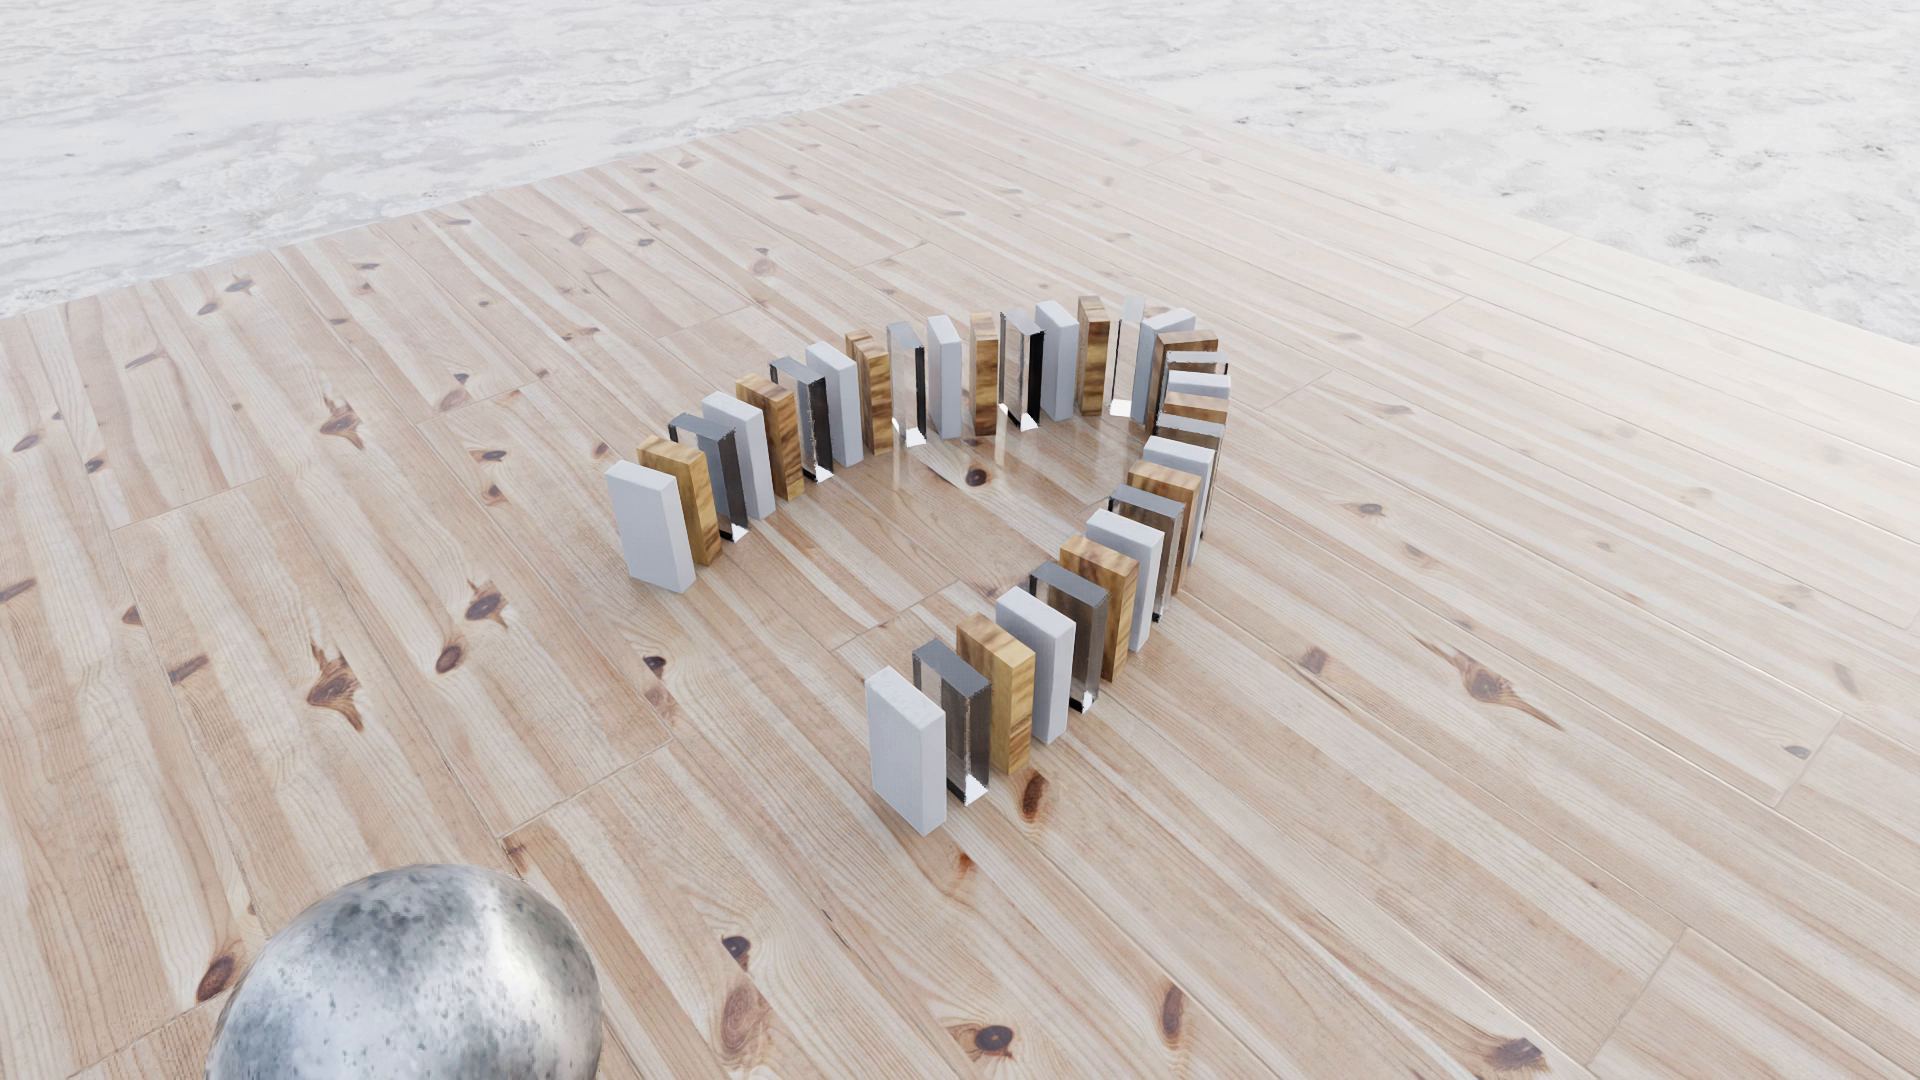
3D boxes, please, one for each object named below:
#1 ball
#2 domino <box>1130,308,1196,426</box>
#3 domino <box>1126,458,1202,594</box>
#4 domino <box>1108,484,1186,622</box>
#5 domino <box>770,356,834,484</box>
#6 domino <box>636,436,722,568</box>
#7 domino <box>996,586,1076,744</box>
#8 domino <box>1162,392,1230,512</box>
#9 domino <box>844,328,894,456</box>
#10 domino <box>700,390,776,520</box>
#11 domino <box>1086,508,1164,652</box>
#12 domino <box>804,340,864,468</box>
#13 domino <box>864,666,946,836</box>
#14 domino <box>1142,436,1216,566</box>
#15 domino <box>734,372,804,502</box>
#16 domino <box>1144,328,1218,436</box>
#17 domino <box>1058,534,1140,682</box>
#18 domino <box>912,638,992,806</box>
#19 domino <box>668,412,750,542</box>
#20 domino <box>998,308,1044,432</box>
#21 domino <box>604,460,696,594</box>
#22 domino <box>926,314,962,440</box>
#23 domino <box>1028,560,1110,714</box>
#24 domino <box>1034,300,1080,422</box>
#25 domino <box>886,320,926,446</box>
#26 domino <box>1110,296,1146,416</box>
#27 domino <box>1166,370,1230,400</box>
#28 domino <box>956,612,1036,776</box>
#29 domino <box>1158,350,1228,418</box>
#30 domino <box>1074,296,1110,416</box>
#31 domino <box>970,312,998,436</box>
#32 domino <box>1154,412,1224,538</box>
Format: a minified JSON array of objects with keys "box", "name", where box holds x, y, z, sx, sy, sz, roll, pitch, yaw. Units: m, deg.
[{"box":[-0.123,0.114,0.248,0.080,0.080,0.080,0,39,0],"name":"ball"},{"box":[0.094,-0.080,0.509,0.025,0.050,0.009,-23,45,-25],"name":"domino"},{"box":[0.075,-0.005,0.417,0.025,0.050,0.009,18,43,21],"name":"domino"},{"box":[0.066,0.005,0.405,0.025,0.050,0.009,20,44,23],"name":"domino"},{"box":[-0.068,-0.052,0.474,0.025,0.050,0.009,31,49,32],"name":"domino"},{"box":[-0.109,-0.015,0.429,0.025,0.050,0.009,18,43,20],"name":"domino"},{"box":[0.024,0.042,0.361,0.025,0.050,0.009,31,49,32],"name":"domino"},{"box":[0.095,-0.036,0.456,0.025,0.050,0.009,10,40,12],"name":"domino"},{"box":[-0.040,-0.066,0.492,0.009,0.050,0.025,-19,43,-22],"name":"domino"},{"box":[-0.091,-0.034,0.453,0.025,0.050,0.009,25,45,27],"name":"domino"},{"box":[0.057,0.015,0.393,0.025,0.050,0.010,23,45,25],"name":"domino"},{"box":[-0.055,-0.059,0.484,0.010,0.050,0.025,-28,47,-30],"name":"domino"},{"box":[-0.016,0.064,0.333,0.010,0.050,0.025,-30,48,-31],"name":"domino"},{"box":[0.083,-0.015,0.430,0.025,0.050,0.009,16,42,18],"name":"domino"},{"box":[-0.080,-0.043,0.464,0.025,0.050,0.009,28,47,30],"name":"domino"},{"box":[0.100,-0.070,0.497,0.025,0.050,0.010,-7,40,-8],"name":"domino"},{"box":[0.046,0.024,0.382,0.025,0.050,0.009,25,46,27],"name":"domino"},{"box":[-0.003,0.057,0.342,0.009,0.050,0.025,-29,47,-30],"name":"domino"},{"box":[-0.101,-0.025,0.442,0.025,0.050,0.010,20,43,22],"name":"domino"},{"box":[0.028,-0.078,0.507,0.009,0.050,0.025,-15,42,-18],"name":"domino"},{"box":[-0.117,-0.004,0.417,0.025,0.050,0.009,17,42,20],"name":"domino"},{"box":[-0.007,-0.074,0.502,0.010,0.050,0.025,-10,40,-12],"name":"domino"},{"box":[0.035,0.033,0.371,0.025,0.050,0.009,28,47,29],"name":"domino"},{"box":[0.044,-0.083,0.513,0.009,0.050,0.025,-15,42,-18],"name":"domino"},{"box":[-0.024,-0.070,0.497,0.009,0.050,0.025,-13,41,-15],"name":"domino"},{"box":[0.079,-0.086,0.517,0.010,0.050,0.025,8,40,10],"name":"domino"},{"box":[0.099,-0.047,0.469,0.025,0.050,0.010,7,40,8],"name":"domino"},{"box":[0.011,0.050,0.351,0.009,0.050,0.025,-30,48,-31],"name":"domino"},{"box":[0.101,-0.058,0.483,0.025,0.050,0.010,1,39,2],"name":"domino"},{"box":[0.061,-0.086,0.517,0.009,0.050,0.025,-4,40,-5],"name":"domino"},{"box":[0.011,-0.076,0.504,0.009,0.050,0.025,-4,40,-5],"name":"domino"},{"box":[0.089,-0.025,0.442,0.025,0.050,0.009,13,41,15],"name":"domino"}]
